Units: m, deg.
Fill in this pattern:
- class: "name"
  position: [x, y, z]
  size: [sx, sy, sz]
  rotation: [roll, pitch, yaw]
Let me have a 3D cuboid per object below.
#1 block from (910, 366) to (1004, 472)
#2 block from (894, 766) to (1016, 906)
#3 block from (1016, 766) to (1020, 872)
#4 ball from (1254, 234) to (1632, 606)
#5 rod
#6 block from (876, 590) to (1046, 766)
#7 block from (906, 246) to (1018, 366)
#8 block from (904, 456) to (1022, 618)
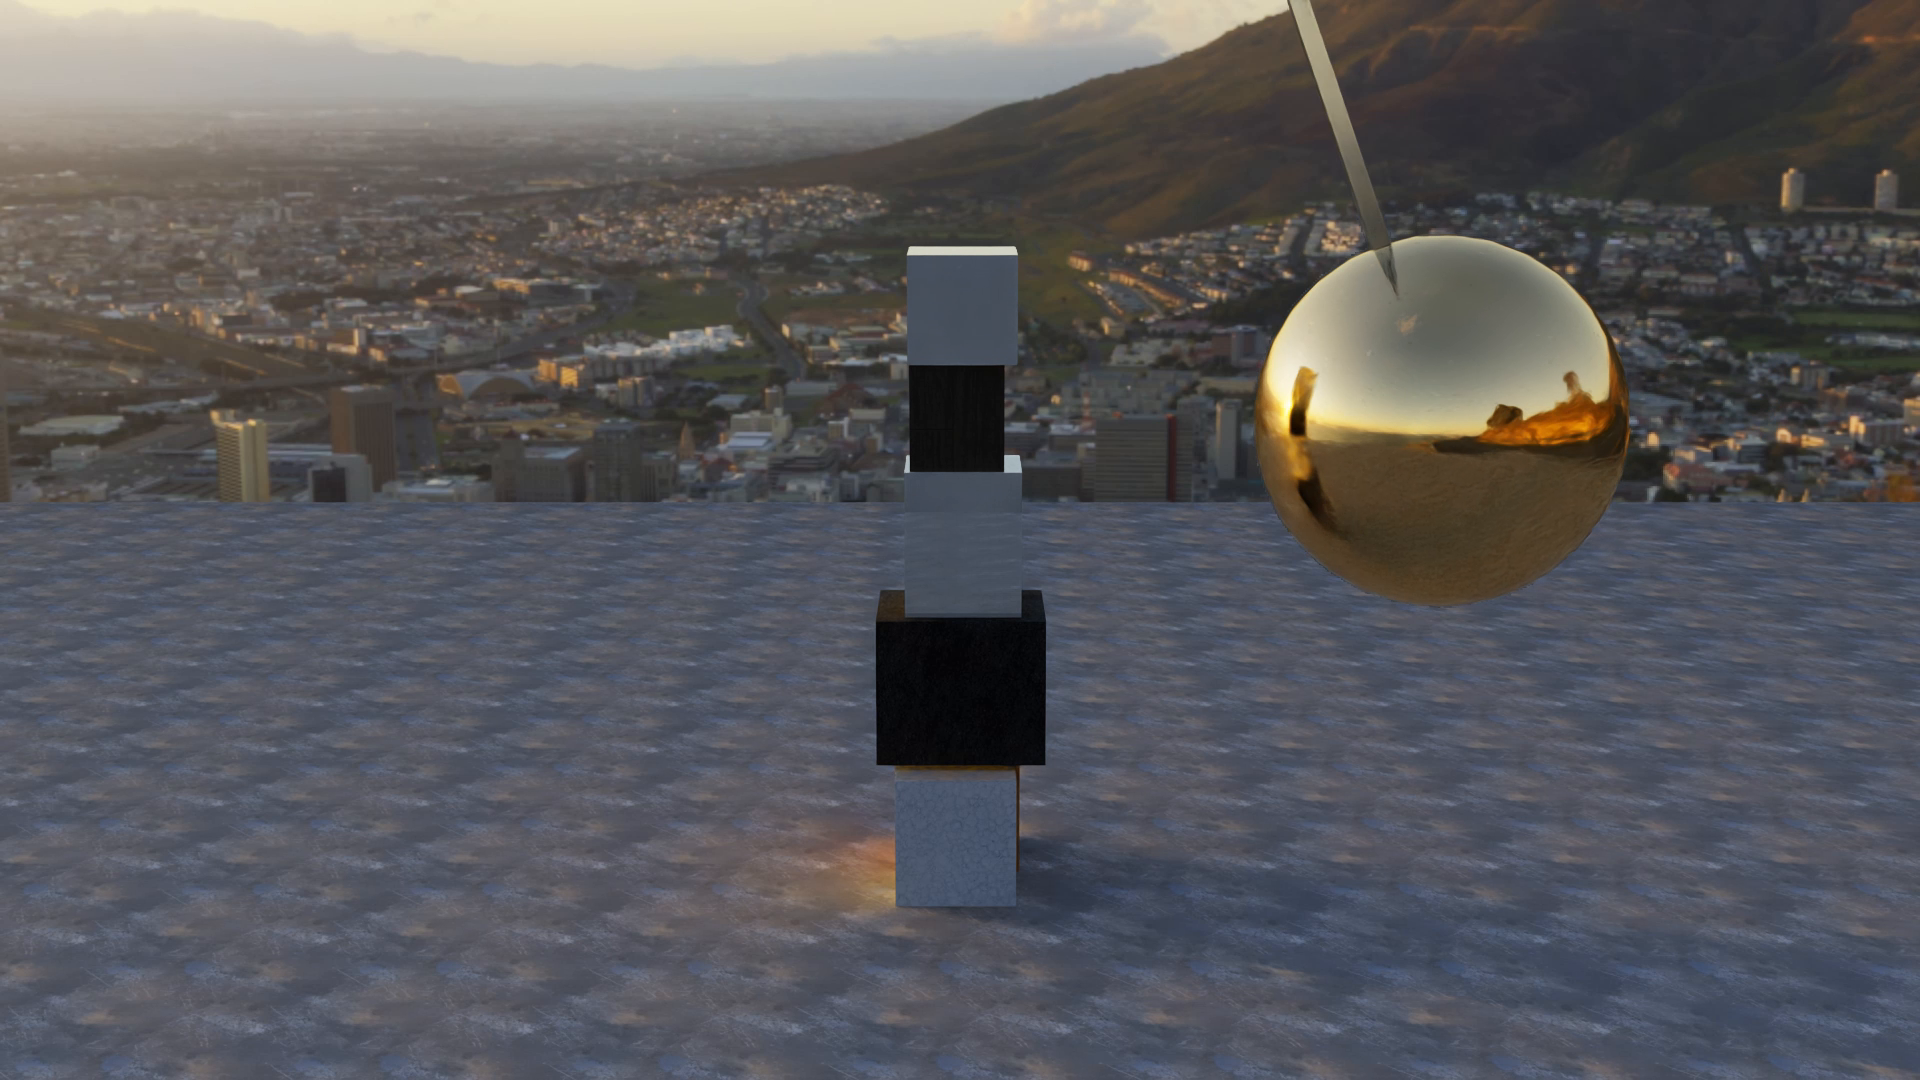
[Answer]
- class: "block"
  position: [-0.013, -0.556, 11.079]
  size: [0.403, 0.458, 0.447]
  rotation: [0, 10, 0]
- class: "block"
  position: [-0.018, 1.251, 11.143]
  size: [0.515, 0.552, 0.476]
  rotation: [0, 10, 0]
- class: "block"
  position: [-0.011, 1.148, 11.636]
  size: [0.549, 0.578, 0.510]
  rotation: [0, 10, 0]
- class: "ball"
  position: [2.074, -0.515, 11.087]
  size: [1.600, 1.600, 1.600]
  rotation: [0, 10, 0]
- class: "rod"
  position: [0.899, -3.654, 10.516]
  size: [0.080, 5.200, 0.080]
  rotation: [-20, 10, 4]
- class: "block"
  position: [0.004, 0.596, 11.289]
  size: [0.724, 0.631, 0.678]
  rotation: [0, 10, 0]
- class: "block"
  position: [0.010, -1.008, 10.997]
  size: [0.463, 0.462, 0.522]
  rotation: [0, 10, 0]
- class: "block"
  position: [0.014, -0.022, 11.176]
  size: [0.499, 0.626, 0.506]
  rotation: [0, 10, 0]
